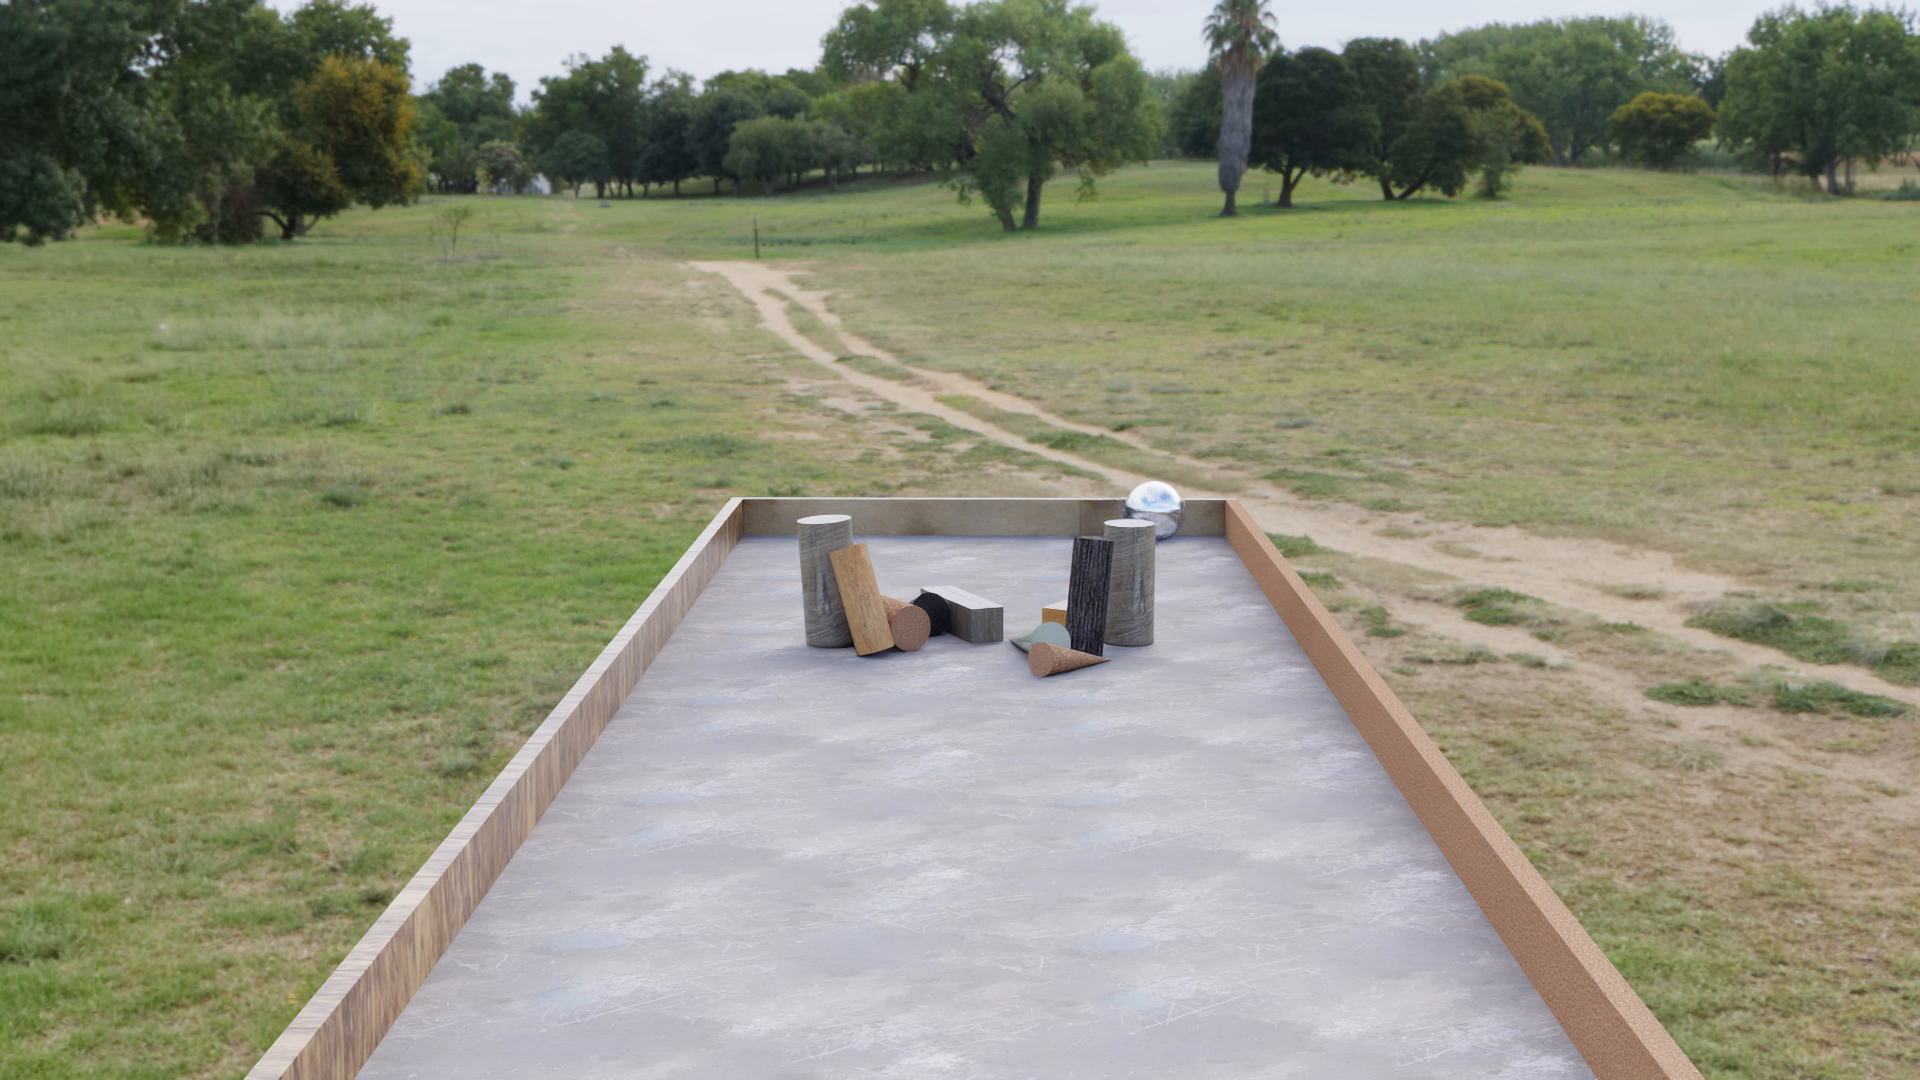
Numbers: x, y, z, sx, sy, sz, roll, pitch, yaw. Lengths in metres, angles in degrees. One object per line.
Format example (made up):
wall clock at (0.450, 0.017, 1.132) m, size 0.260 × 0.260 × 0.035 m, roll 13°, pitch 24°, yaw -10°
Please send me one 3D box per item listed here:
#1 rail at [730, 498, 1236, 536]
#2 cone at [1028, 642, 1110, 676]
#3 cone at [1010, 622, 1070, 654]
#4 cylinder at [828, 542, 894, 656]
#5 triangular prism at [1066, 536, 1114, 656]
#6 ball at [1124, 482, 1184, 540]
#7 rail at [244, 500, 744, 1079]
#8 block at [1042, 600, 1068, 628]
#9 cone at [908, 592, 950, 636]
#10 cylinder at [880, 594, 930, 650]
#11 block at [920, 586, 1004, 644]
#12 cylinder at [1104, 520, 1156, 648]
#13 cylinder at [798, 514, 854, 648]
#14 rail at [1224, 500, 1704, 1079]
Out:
rail at (0.099, -0.098, 9.147) m, size 2.100 × 0.150 × 0.050 m, roll 0°, pitch 9°, yaw 1°
cone at (0.352, 0.358, 6.588) m, size 0.323 × 0.103 × 0.103 m, roll 4°, pitch 4°, yaw -45°
cone at (0.215, 0.315, 6.822) m, size 0.128 × 0.128 × 0.380 m, roll -3°, pitch 0°, yaw -18°
cylinder at (-0.303, 0.180, 6.756) m, size 0.119 × 0.330 × 0.119 m, roll -15°, pitch 3°, yaw 1°
triangular prism at (0.389, 0.174, 6.735) m, size 0.119 × 0.365 × 0.103 m, roll 5°, pitch 6°, yaw -1°
ball at (0.792, -0.119, 8.986) m, size 0.243 × 0.243 × 0.243 m, roll 0°, pitch 9°, yaw 0°
rail at (-1.004, 0.839, 3.234) m, size 0.050 × 0.150 × 12.000 m, roll 0°, pitch 9°, yaw 1°
block at (0.402, 0.245, 7.137) m, size 0.102 × 0.102 × 0.368 m, roll 6°, pitch 11°, yaw 32°
cone at (-0.178, 0.251, 7.202) m, size 0.143 × 0.143 × 0.345 m, roll -5°, pitch -1°, yaw -29°
cylinder at (-0.260, 0.246, 7.002) m, size 0.143 × 0.143 × 0.418 m, roll -5°, pitch 10°, yaw -31°
block at (0.003, 0.240, 7.145) m, size 0.110 × 0.110 × 0.416 m, roll -4°, pitch 10°, yaw -24°
cylinder at (0.534, 0.135, 6.941) m, size 0.162 × 0.381 × 0.162 m, roll 0°, pitch 9°, yaw 0°
cylinder at (-0.413, 0.128, 6.917) m, size 0.171 × 0.392 × 0.171 m, roll -4°, pitch 9°, yaw 1°
rail at (1.046, 0.843, 3.208) m, size 0.050 × 0.150 × 12.000 m, roll 0°, pitch 9°, yaw 1°
